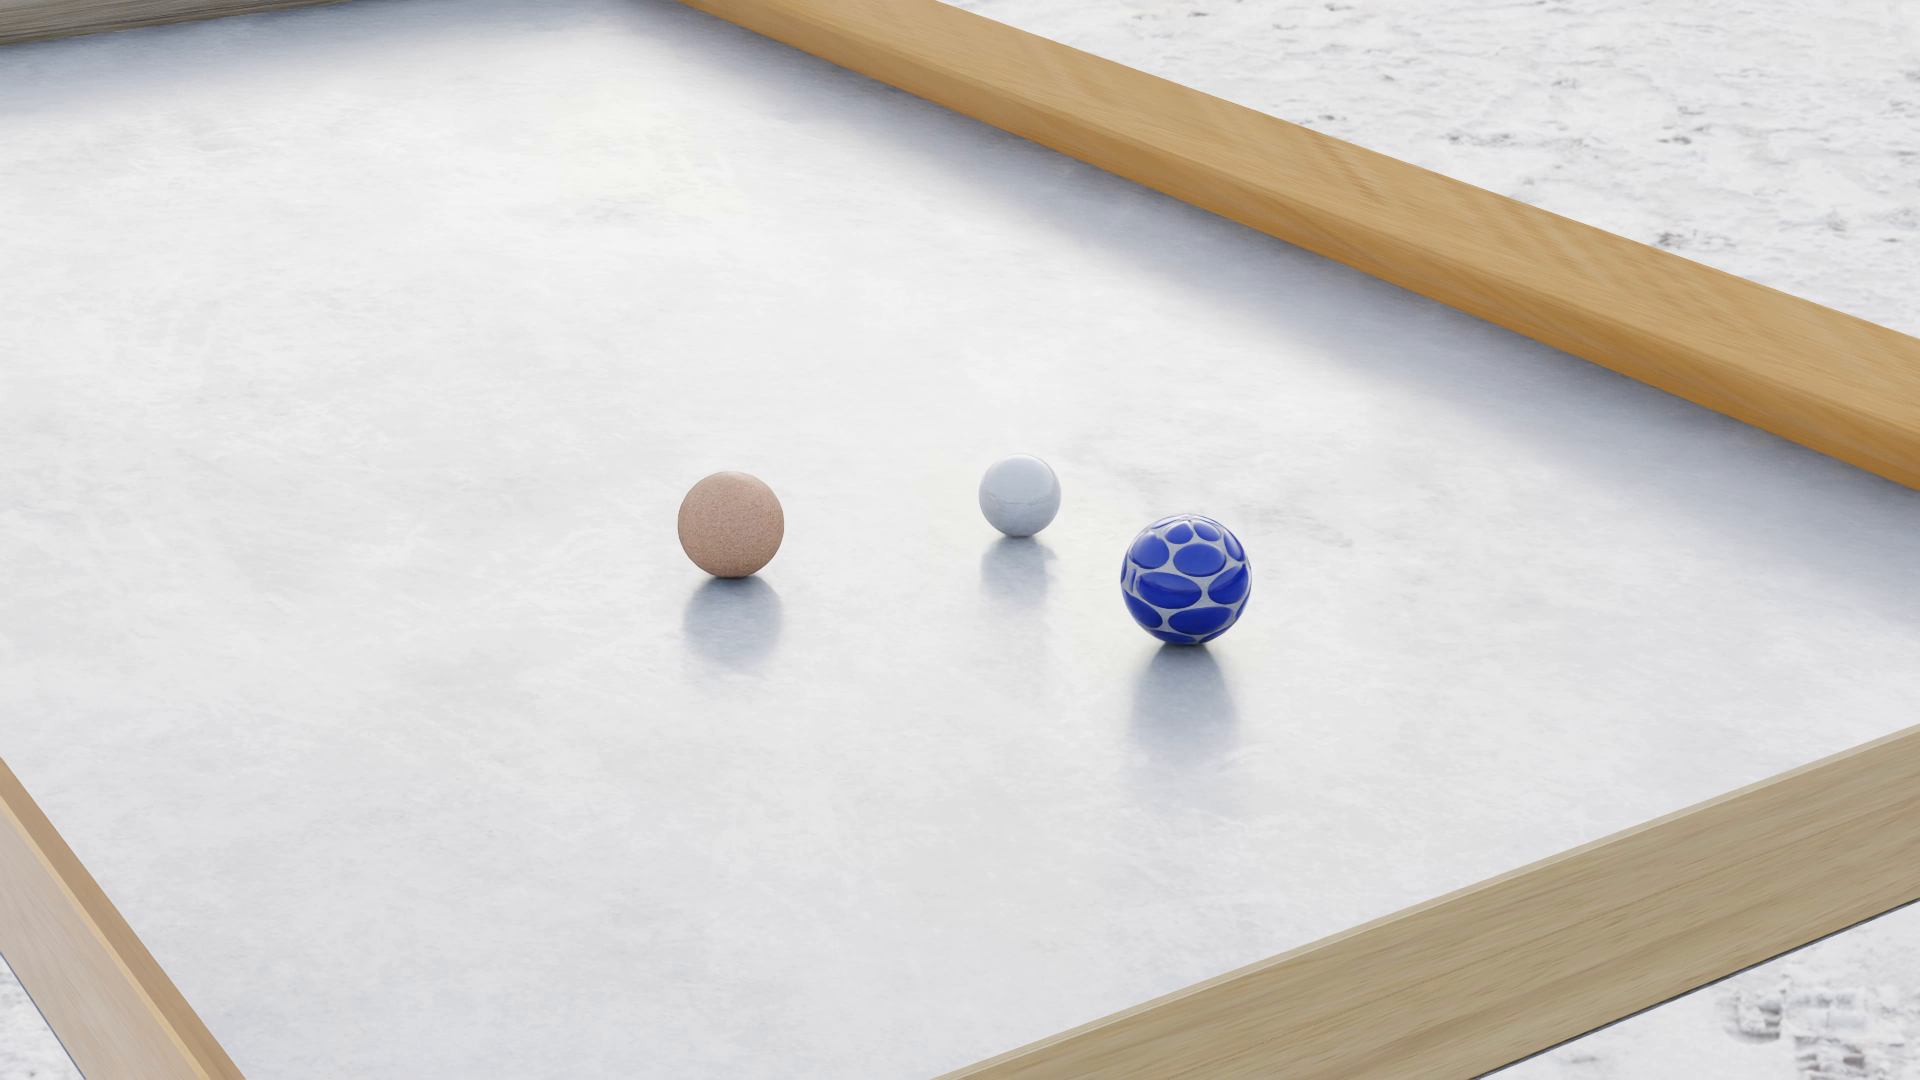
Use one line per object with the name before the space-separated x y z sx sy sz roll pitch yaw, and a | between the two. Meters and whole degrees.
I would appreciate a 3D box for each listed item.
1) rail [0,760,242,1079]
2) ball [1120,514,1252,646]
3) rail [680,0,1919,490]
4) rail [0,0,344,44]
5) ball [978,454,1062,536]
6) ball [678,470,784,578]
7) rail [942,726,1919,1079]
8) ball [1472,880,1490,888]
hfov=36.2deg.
rail | -1.062 -0.103 2.497 0.045 0.130 2.999 -14 27 -30
ball | 0.171 0.030 2.223 0.100 0.100 0.100 0 23 0
rail | 0.246 -0.434 3.278 0.045 0.130 2.999 -14 27 -30
rail | -1.211 -0.751 4.028 1.606 0.130 0.045 -14 27 -30
ball | 0.049 -0.037 2.421 0.069 0.069 0.069 0 23 0
ball | -0.182 -0.012 2.341 0.086 0.086 0.086 0 23 0
rail | 0.395 0.214 1.747 1.606 0.130 0.045 -14 27 -30
ball | 0.326 0.239 1.769 0.069 0.069 0.069 0 23 0
